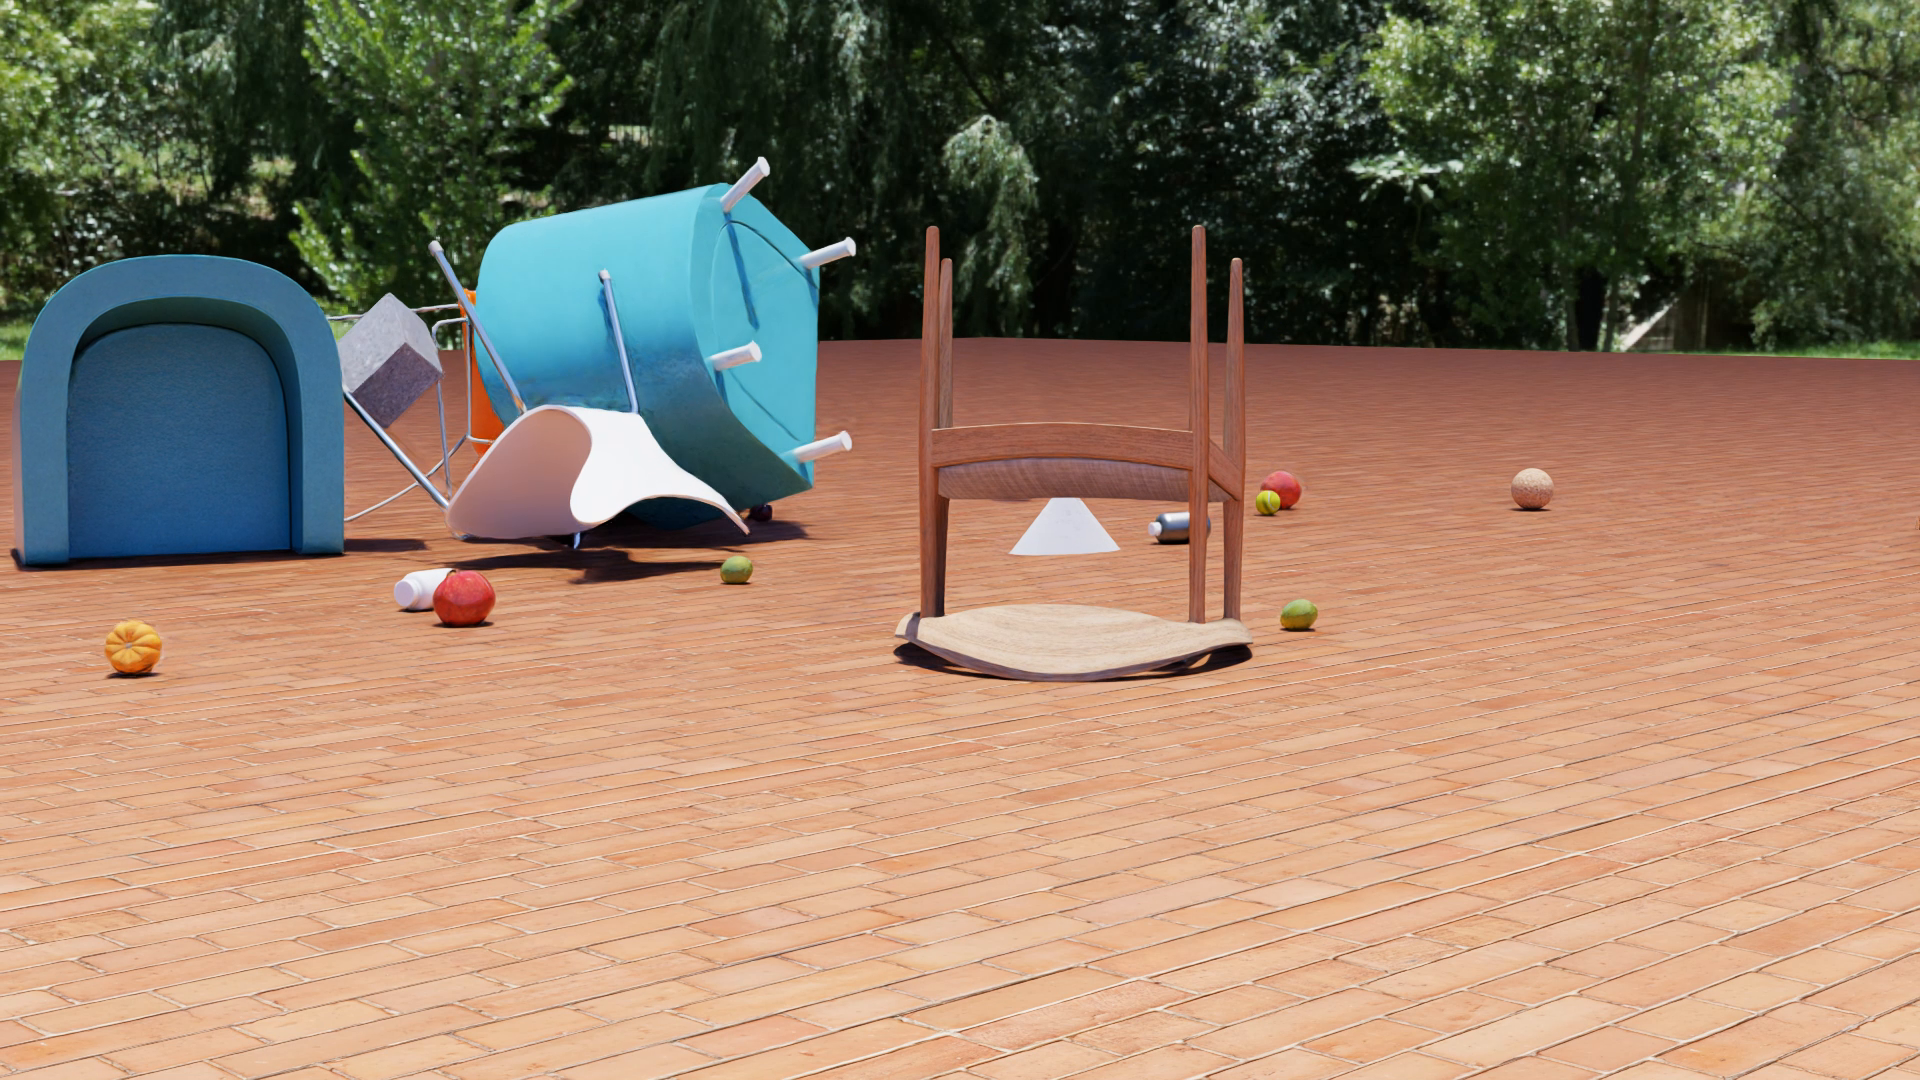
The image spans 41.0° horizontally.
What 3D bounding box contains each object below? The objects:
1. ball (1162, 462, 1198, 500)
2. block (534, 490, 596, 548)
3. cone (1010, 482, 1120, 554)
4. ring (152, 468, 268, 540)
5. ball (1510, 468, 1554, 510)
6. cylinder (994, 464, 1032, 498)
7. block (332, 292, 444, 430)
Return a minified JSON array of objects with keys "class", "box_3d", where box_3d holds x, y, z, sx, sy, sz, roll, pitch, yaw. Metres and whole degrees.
[{"class":"ball","box_3d":[0.651,-0.175,7.579,0.109,0.109,0.109,0,6,0]},{"class":"block","box_3d":[-0.958,-0.052,6.223,0.106,0.072,0.093,21,51,17]},{"class":"cone","box_3d":[0.252,-0.058,6.143,0.291,0.170,0.128,-3,6,-24]},{"class":"ring","box_3d":[-1.900,-0.092,6.501,0.297,0.090,0.225,-18,49,-34]},{"class":"ball","box_3d":[1.613,-0.143,7.230,0.118,0.118,0.118,0,6,0]},{"class":"cylinder","box_3d":[0.157,-0.174,7.598,0.108,0.103,0.187,0,1,2]},{"class":"block","box_3d":[-1.392,-0.438,6.235,0.125,0.198,0.295,43,8,-34]}]
